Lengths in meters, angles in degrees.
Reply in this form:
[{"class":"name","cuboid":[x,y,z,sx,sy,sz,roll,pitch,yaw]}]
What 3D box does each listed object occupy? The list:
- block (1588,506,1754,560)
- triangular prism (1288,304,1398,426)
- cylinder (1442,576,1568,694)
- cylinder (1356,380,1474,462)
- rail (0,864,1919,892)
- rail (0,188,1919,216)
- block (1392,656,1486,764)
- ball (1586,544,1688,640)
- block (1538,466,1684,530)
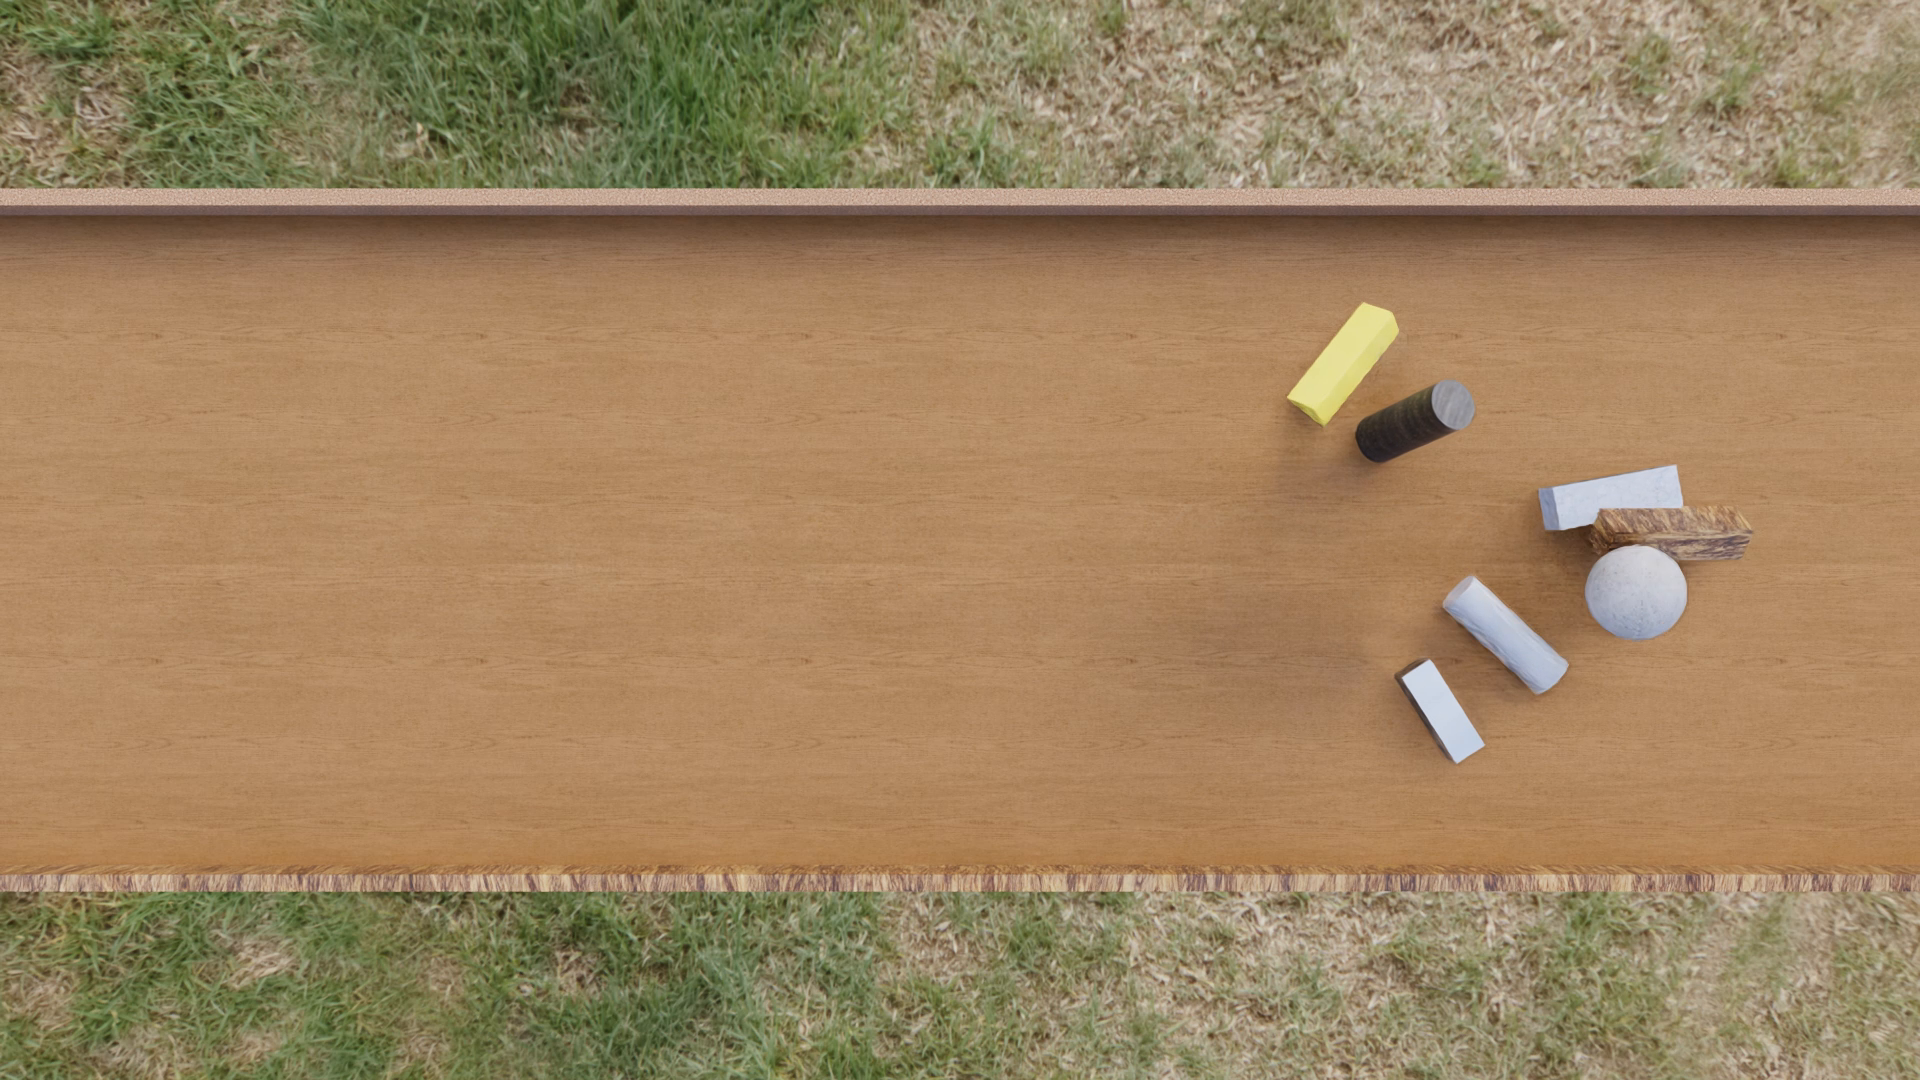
[{"class":"block","cuboid":[2.122,-0.017,4.930,0.434,0.114,0.114,-1,129,-7]},{"class":"triangular prism","cuboid":[1.179,-0.537,5.010,0.144,0.125,0.372,39,90,-1]},{"class":"cylinder","cuboid":[1.655,0.287,5.010,0.387,0.132,0.132,43,90,0]},{"class":"cylinder","cuboid":[1.341,-0.348,4.878,0.150,0.368,0.150,5,75,-21]},{"class":"rail","cuboid":[-2.247,1.025,5.001,12.000,0.150,0.050,0,90,0]},{"class":"rail","cuboid":[-2.247,-1.025,5.002,12.000,0.150,0.050,0,90,0]},{"class":"block","cuboid":[1.458,0.517,5.025,0.103,0.103,0.308,-32,90,0]},{"class":"ball","cuboid":[1.957,0.151,4.775,0.275,0.275,0.275,0,90,0]},{"class":"block","cuboid":[1.975,-0.127,5.012,0.376,0.130,0.130,-10,90,0]}]
